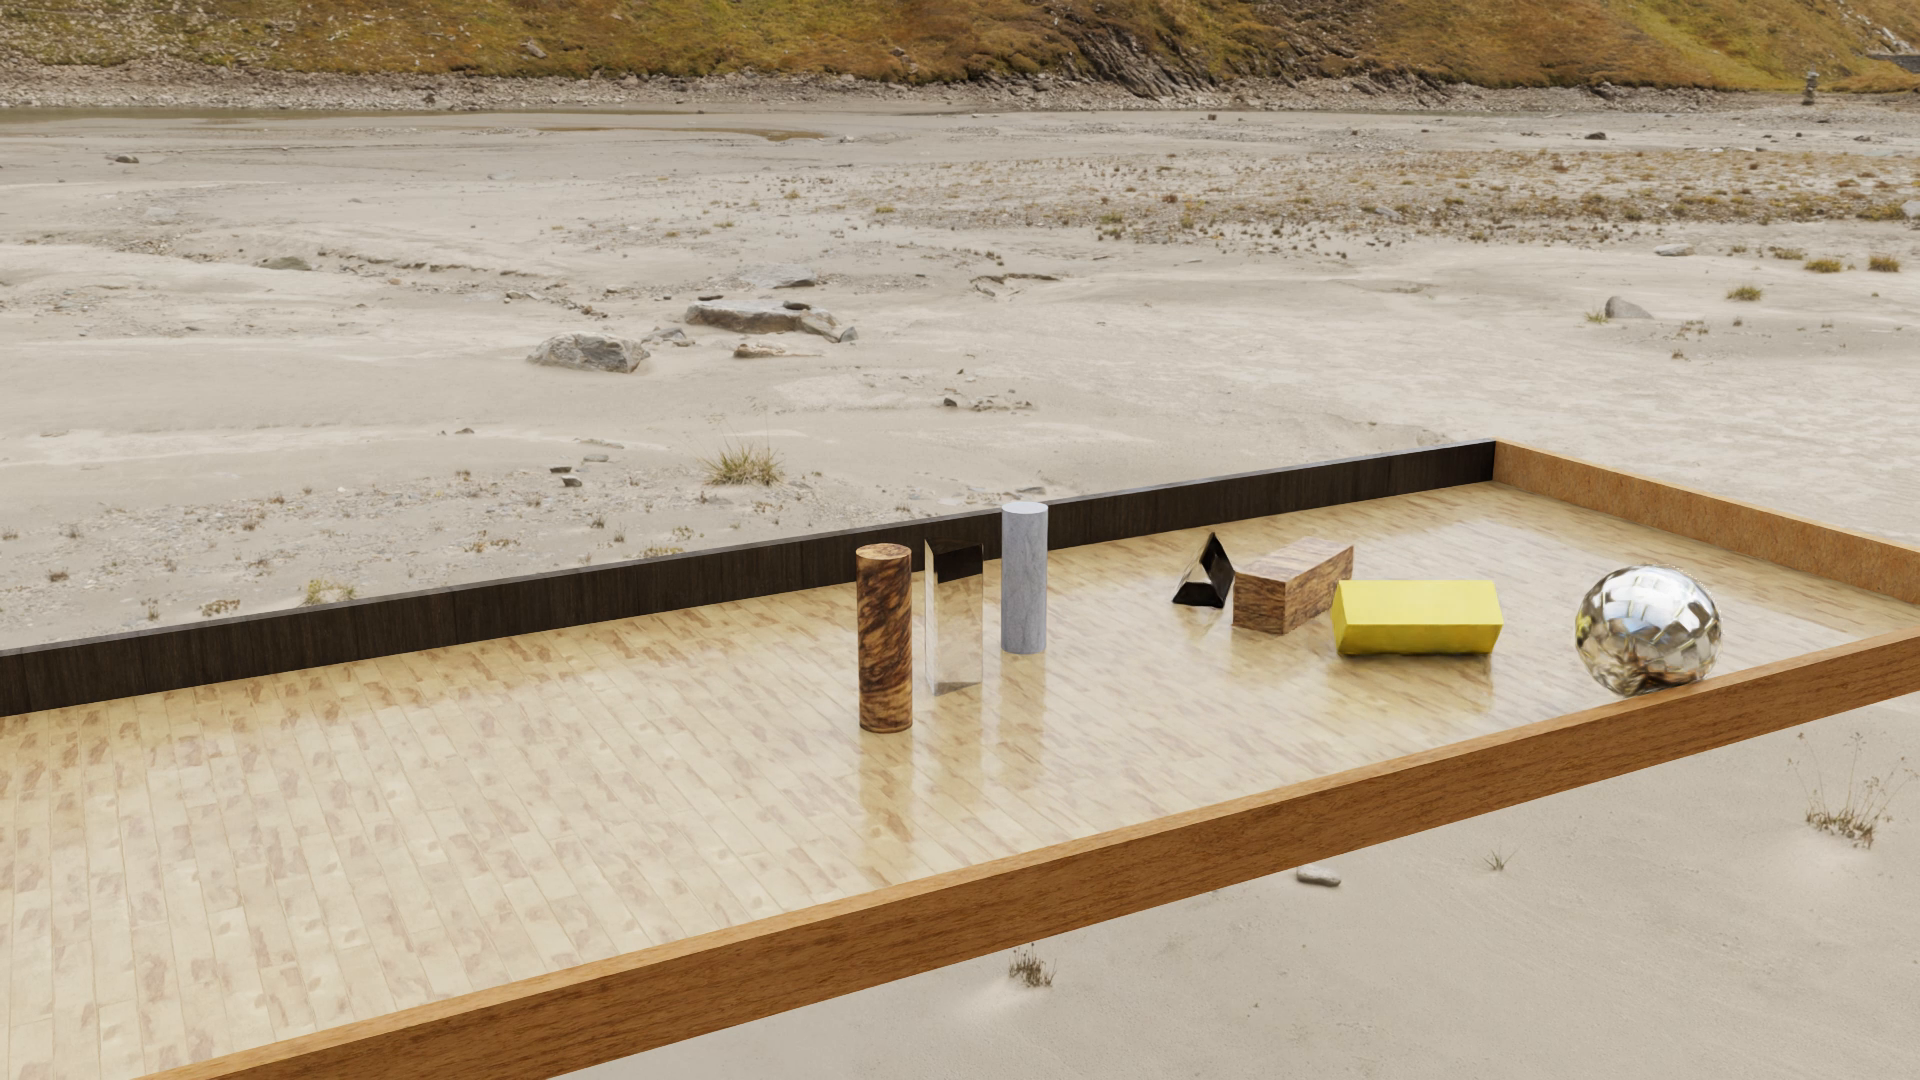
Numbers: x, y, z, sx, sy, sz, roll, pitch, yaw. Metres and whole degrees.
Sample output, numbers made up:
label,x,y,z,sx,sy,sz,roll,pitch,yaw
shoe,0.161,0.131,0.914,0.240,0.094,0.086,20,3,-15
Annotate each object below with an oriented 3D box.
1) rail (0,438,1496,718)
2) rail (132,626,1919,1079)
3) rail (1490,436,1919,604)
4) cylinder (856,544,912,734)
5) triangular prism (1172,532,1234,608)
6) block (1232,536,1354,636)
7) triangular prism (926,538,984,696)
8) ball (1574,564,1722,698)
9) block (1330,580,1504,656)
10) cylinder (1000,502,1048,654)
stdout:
label,x,y,z,sx,sy,sz,roll,pitch,yaw
rail,-3.305,0.497,3.399,12.000,0.150,0.050,-9,18,-27
rail,-2.336,1.006,1.665,12.000,0.150,0.050,-9,18,-27
rail,2.466,-0.048,5.253,0.050,0.150,2.100,-9,18,-27
cylinder,-0.174,0.229,3.826,0.127,0.423,0.127,0,16,0
triangular prism,0.721,0.080,4.847,0.145,0.125,0.330,5,17,14
block,0.944,0.125,4.657,0.154,0.154,0.440,12,20,35
triangular prism,-0.043,0.182,4.093,0.151,0.363,0.131,-13,21,-38
ball,1.594,0.216,3.827,0.318,0.318,0.318,0,16,0
block,1.191,0.204,4.317,0.401,0.139,0.139,0,51,0
cylinder,0.169,0.100,4.334,0.120,0.384,0.120,0,16,0
